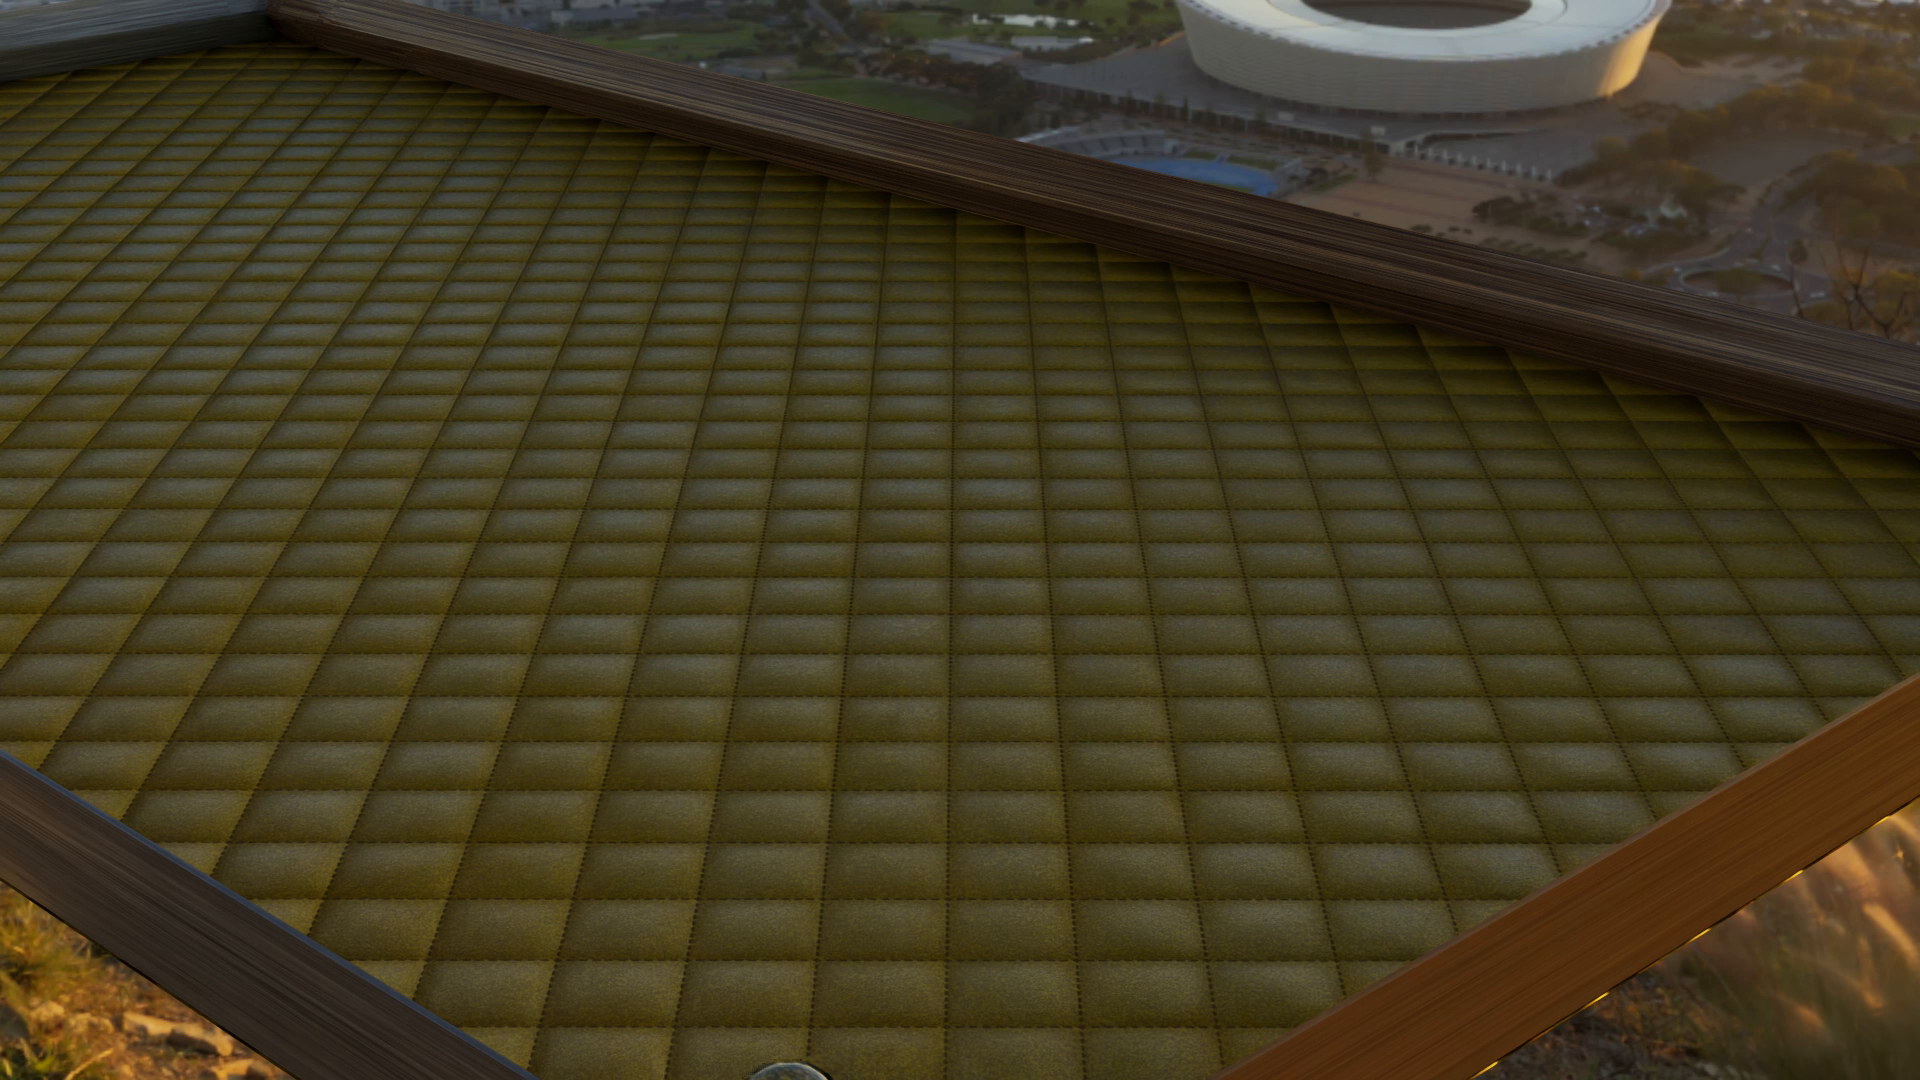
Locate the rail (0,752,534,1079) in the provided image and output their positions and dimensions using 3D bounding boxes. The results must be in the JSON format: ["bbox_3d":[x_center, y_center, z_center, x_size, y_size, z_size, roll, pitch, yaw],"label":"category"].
[{"bbox_3d":[-1.235,-0.015,2.634,0.045,0.109,3.406,-20,28,-41],"label":"rail"}]

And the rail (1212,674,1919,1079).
[{"bbox_3d":[0.584,0.184,2.113,1.837,0.109,0.045,-20,28,-41],"label":"rail"}]

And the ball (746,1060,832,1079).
[{"bbox_3d":[-0.102,0.345,1.747,0.072,0.072,0.072,0,21,0],"label":"ball"}]

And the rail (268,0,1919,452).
[{"bbox_3d":[0.032,-0.466,3.814,0.045,0.109,3.406,-20,28,-41],"label":"rail"}]

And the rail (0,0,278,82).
[{"bbox_3d":[-1.787,-0.665,4.334,1.837,0.109,0.045,-20,28,-41],"label":"rail"}]
